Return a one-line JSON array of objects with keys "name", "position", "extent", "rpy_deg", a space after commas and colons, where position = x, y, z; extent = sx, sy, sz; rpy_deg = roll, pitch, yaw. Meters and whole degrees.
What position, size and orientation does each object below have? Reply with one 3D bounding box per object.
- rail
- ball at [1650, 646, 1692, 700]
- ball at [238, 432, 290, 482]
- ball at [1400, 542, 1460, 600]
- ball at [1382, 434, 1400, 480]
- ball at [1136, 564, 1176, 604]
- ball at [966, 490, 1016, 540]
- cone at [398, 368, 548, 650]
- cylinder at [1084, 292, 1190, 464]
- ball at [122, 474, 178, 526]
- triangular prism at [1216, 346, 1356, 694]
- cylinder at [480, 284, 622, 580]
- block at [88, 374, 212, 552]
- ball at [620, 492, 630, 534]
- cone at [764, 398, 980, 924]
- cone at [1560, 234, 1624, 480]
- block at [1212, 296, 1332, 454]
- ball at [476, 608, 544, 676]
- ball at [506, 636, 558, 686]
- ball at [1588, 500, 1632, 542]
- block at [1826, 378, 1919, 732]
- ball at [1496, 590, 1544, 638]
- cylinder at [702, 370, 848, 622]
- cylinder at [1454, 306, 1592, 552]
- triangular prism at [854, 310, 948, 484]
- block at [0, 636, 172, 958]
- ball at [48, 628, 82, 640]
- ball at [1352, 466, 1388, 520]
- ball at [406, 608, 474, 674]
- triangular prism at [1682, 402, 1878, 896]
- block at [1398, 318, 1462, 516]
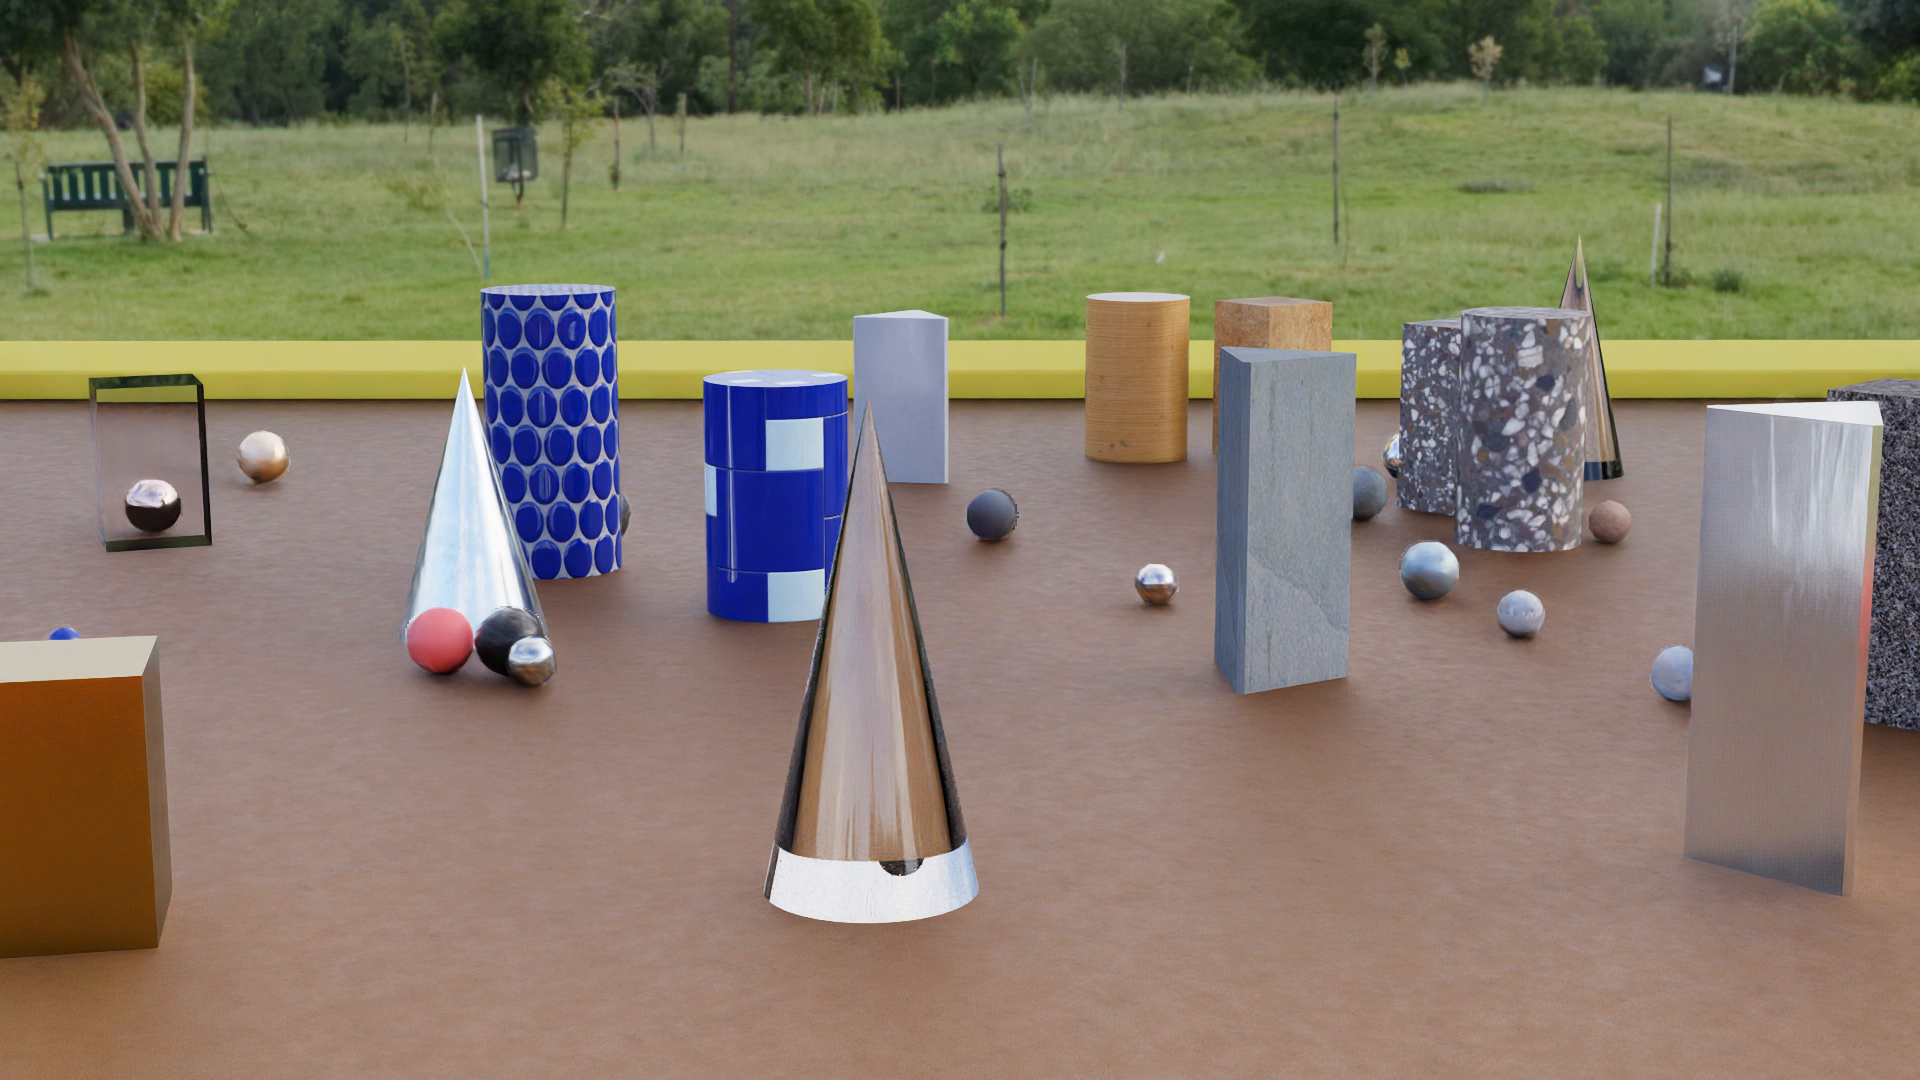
[{"name": "rail", "position": [-0.013, -0.371, 5.620], "extent": [4.420, 0.126, 0.045], "rpy_deg": [0, 11, 0]}, {"name": "ball", "position": [0.832, 0.155, 2.970], "extent": [0.062, 0.062, 0.062], "rpy_deg": [0, 11, 0]}, {"name": "ball", "position": [-1.226, -0.147, 4.518], "extent": [0.090, 0.090, 0.090], "rpy_deg": [0, 11, 0]}, {"name": "ball", "position": [0.647, 0.041, 3.532], "extent": [0.080, 0.080, 0.080], "rpy_deg": [0, 11, 0]}, {"name": "ball", "position": [0.789, -0.147, 4.529], "extent": [0.086, 0.086, 0.086], "rpy_deg": [0, 11, 0]}, {"name": "ball", "position": [0.267, 0.060, 3.494], "extent": [0.057, 0.057, 0.057], "rpy_deg": [0, 11, 0]}, {"name": "ball", "position": [0.048, -0.038, 3.966], "extent": [0.077, 0.077, 0.077], "rpy_deg": [0, 11, 0]}, {"name": "cone", "position": [-0.629, -0.050, 3.289], "extent": [0.193, 0.347, 0.193], "rpy_deg": [0, 11, 0]}, {"name": "cylinder", "position": [0.331, -0.305, 4.798], "extent": [0.193, 0.299, 0.193], "rpy_deg": [0, 11, 0]}, {"name": "ball", "position": [-1.290, -0.064, 4.082], "extent": [0.085, 0.085, 0.085], "rpy_deg": [0, 11, 0]}, {"name": "triangular prism", "position": [0.357, -0.031, 3.072], "extent": [0.167, 0.390, 0.145], "rpy_deg": [-7, 13, -33]}, {"name": "cylinder", "position": [-0.592, -0.161, 3.727], "extent": [0.193, 0.406, 0.193], "rpy_deg": [0, 11, 0]}, {"name": "block", "position": [-1.246, -0.121, 3.947], "extent": [0.155, 0.247, 0.155], "rpy_deg": [-4, 11, -22]}, {"name": "ball", "position": [-0.552, -0.039, 3.915], "extent": [0.097, 0.097, 0.097], "rpy_deg": [0, 11, 0]}, {"name": "cone", "position": [-0.079, 0.093, 2.256], "extent": [0.193, 0.445, 0.193], "rpy_deg": [0, 11, 0]}, {"name": "cone", "position": [1.100, -0.334, 4.593], "extent": [0.193, 0.430, 0.193], "rpy_deg": [0, 11, 0]}, {"name": "block", "position": [0.586, -0.305, 4.822], "extent": [0.155, 0.288, 0.155], "rpy_deg": [-7, 13, -34]}, {"name": "ball", "position": [-0.541, 0.123, 3.088], "extent": [0.082, 0.082, 0.082], "rpy_deg": [0, 11, 0]}, {"name": "ball", "position": [-0.506, 0.143, 3.029], "extent": [0.061, 0.061, 0.061], "rpy_deg": [0, 11, 0]}, {"name": "ball", "position": [1.000, -0.028, 3.947], "extent": [0.064, 0.064, 0.064], "rpy_deg": [0, 11, 0]}, {"name": "block", "position": [1.075, 0.013, 2.892], "extent": [0.155, 0.368, 0.155], "rpy_deg": [10, 14, 43]}, {"name": "ball", "position": [0.720, 0.095, 3.294], "extent": [0.061, 0.061, 0.061], "rpy_deg": [0, 11, 0]}, {"name": "cylinder", "position": [-0.246, -0.062, 3.451], "extent": [0.193, 0.313, 0.193], "rpy_deg": [0, 11, 0]}, {"name": "cylinder", "position": [0.861, -0.173, 3.936], "extent": [0.193, 0.353, 0.193], "rpy_deg": [0, 11, 0]}, {"name": "triangular prism", "position": [-0.091, -0.258, 4.567], "extent": [0.167, 0.290, 0.145], "rpy_deg": [2, 11, 11]}, {"name": "block", "position": [-0.761, 0.215, 2.177], "extent": [0.155, 0.233, 0.155], "rpy_deg": [-2, 11, -12]}, {"name": "ball", "position": [-1.106, 0.128, 3.171], "extent": [0.041, 0.041, 0.041], "rpy_deg": [0, 11, 0]}, {"name": "ball", "position": [0.648, -0.075, 4.144], "extent": [0.086, 0.086, 0.086], "rpy_deg": [0, 11, 0]}, {"name": "ball", "position": [-0.628, 0.121, 3.102], "extent": [0.080, 0.080, 0.080], "rpy_deg": [0, 11, 0]}, {"name": "triangular prism", "position": [0.783, 0.089, 2.342], "extent": [0.145, 0.421, 0.167], "rpy_deg": [-9, 14, -41]}, {"name": "block", "position": [0.837, -0.205, 4.236], "extent": [0.155, 0.306, 0.155], "rpy_deg": [-9, 14, -40]}]
